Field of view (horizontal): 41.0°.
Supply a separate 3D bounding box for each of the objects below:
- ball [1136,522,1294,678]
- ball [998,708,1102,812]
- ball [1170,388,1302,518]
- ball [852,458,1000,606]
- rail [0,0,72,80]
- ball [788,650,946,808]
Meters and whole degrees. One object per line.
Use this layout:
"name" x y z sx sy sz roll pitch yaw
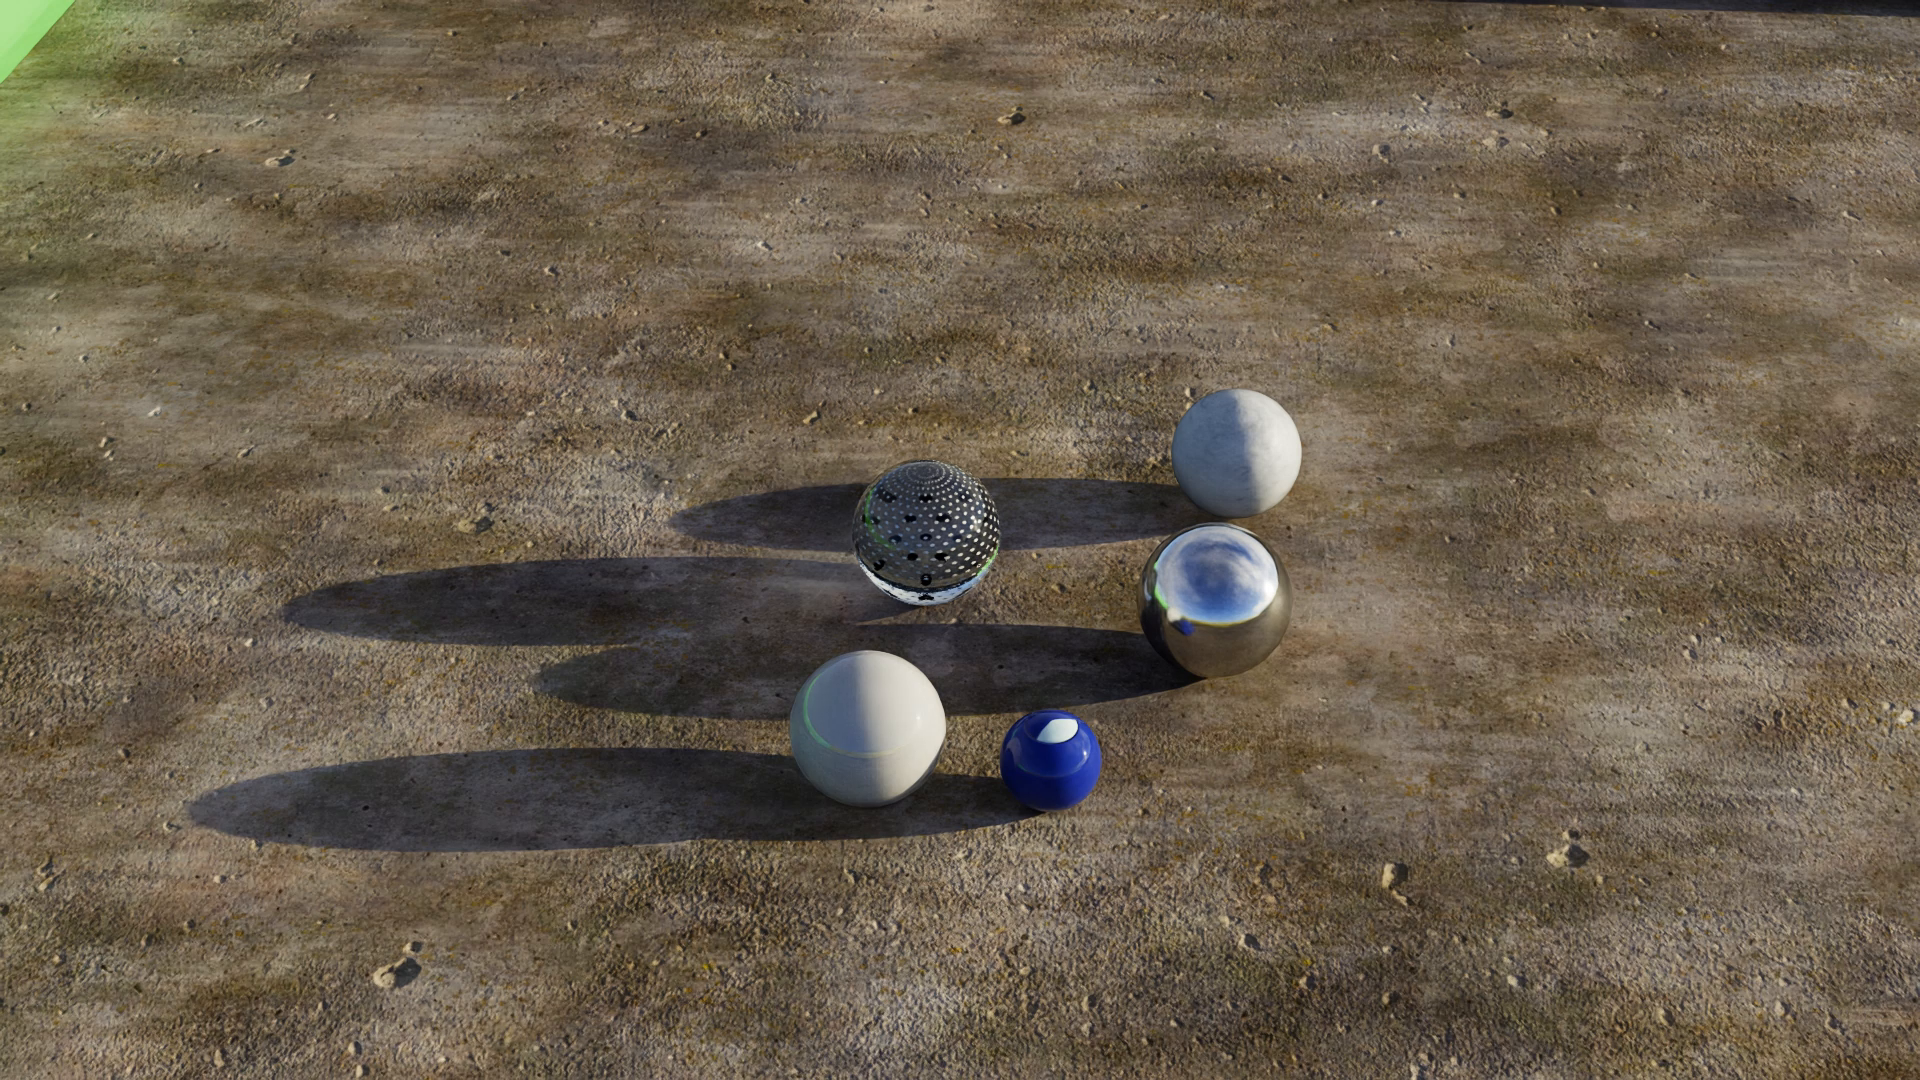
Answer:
"ball" 0.162 0.038 1.639 0.100 0.100 0.100 0 35 0
"ball" 0.054 0.132 1.540 0.062 0.062 0.062 0 35 0
"ball" 0.192 -0.060 1.785 0.091 0.091 0.091 0 35 0
"ball" -0.022 -0.005 1.701 0.099 0.099 0.099 0 35 0
"rail" -0.925 -0.062 1.752 0.045 0.130 2.193 3 36 4
"ball" -0.055 0.113 1.538 0.094 0.094 0.094 0 35 0
